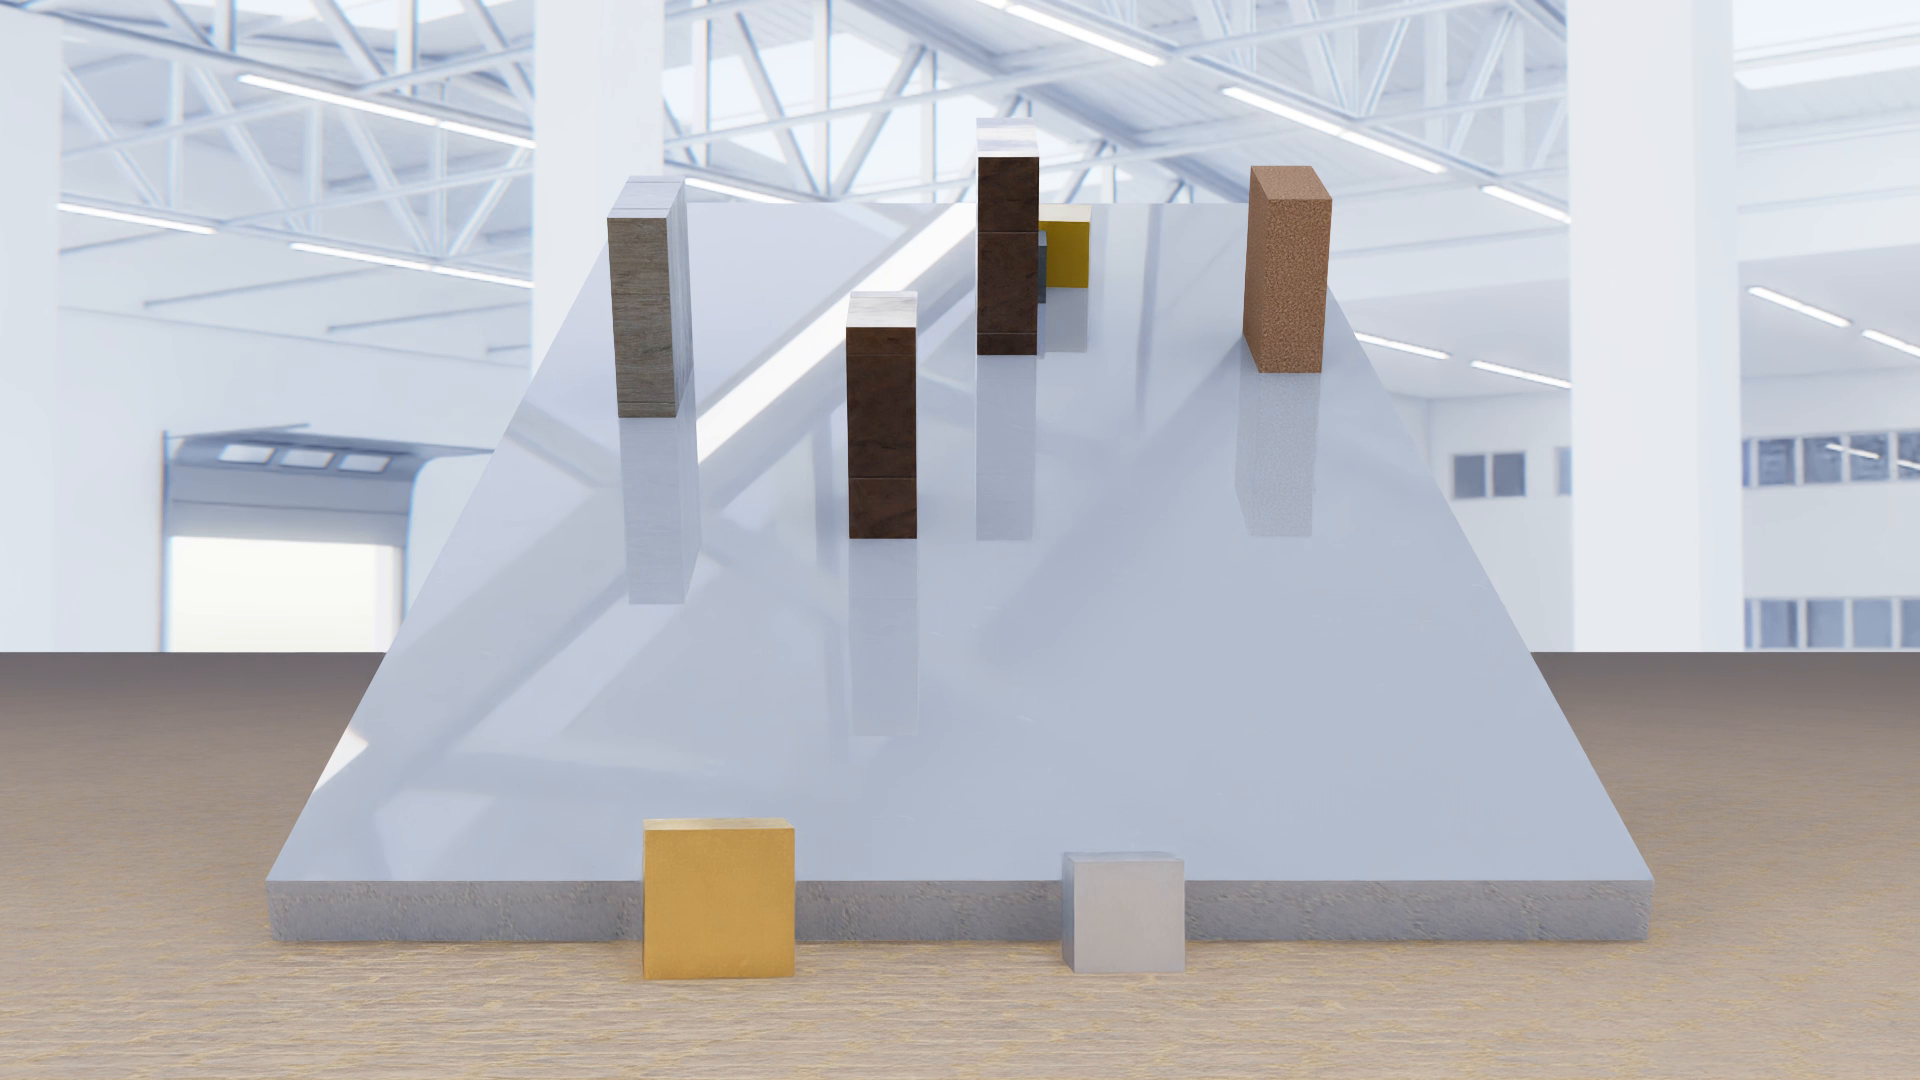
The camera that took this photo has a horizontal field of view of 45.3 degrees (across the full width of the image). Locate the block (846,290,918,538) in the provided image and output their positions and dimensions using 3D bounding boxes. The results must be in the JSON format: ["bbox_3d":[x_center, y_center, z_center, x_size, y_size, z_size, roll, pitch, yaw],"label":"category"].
[{"bbox_3d":[-0.151,-0.249,4.542,0.133,0.432,0.244,0,22,0],"label":"block"}]

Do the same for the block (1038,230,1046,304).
[{"bbox_3d":[0.149,-0.721,6.061,0.155,0.155,0.155,0,22,1],"label":"block"}]

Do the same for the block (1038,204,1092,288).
[{"bbox_3d":[0.260,-0.795,6.208,0.181,0.181,0.181,2,22,4],"label":"block"}]

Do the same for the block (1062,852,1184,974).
[{"bbox_3d":[0.217,0.498,3.089,0.146,0.146,0.146,0,-3,-4],"label":"block"}]

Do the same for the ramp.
[{"bbox_3d":[-0.007,-0.222,5.181,2.000,0.100,4.000,0,22,0],"label":"ramp"}]

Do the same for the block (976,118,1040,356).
[{"bbox_3d":[0.114,-0.761,5.719,0.146,0.489,0.444,0,22,0],"label":"block"}]

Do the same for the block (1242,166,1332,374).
[{"bbox_3d":[0.787,-0.658,5.558,0.149,0.422,0.340,0,22,0],"label":"block"}]

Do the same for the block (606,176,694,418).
[{"bbox_3d":[-0.704,-0.563,5.269,0.129,0.460,0.394,0,22,0],"label":"block"}]

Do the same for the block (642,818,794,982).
[{"bbox_3d":[-0.323,0.473,3.055,0.192,0.192,0.192,0,-3,-9],"label":"block"}]
